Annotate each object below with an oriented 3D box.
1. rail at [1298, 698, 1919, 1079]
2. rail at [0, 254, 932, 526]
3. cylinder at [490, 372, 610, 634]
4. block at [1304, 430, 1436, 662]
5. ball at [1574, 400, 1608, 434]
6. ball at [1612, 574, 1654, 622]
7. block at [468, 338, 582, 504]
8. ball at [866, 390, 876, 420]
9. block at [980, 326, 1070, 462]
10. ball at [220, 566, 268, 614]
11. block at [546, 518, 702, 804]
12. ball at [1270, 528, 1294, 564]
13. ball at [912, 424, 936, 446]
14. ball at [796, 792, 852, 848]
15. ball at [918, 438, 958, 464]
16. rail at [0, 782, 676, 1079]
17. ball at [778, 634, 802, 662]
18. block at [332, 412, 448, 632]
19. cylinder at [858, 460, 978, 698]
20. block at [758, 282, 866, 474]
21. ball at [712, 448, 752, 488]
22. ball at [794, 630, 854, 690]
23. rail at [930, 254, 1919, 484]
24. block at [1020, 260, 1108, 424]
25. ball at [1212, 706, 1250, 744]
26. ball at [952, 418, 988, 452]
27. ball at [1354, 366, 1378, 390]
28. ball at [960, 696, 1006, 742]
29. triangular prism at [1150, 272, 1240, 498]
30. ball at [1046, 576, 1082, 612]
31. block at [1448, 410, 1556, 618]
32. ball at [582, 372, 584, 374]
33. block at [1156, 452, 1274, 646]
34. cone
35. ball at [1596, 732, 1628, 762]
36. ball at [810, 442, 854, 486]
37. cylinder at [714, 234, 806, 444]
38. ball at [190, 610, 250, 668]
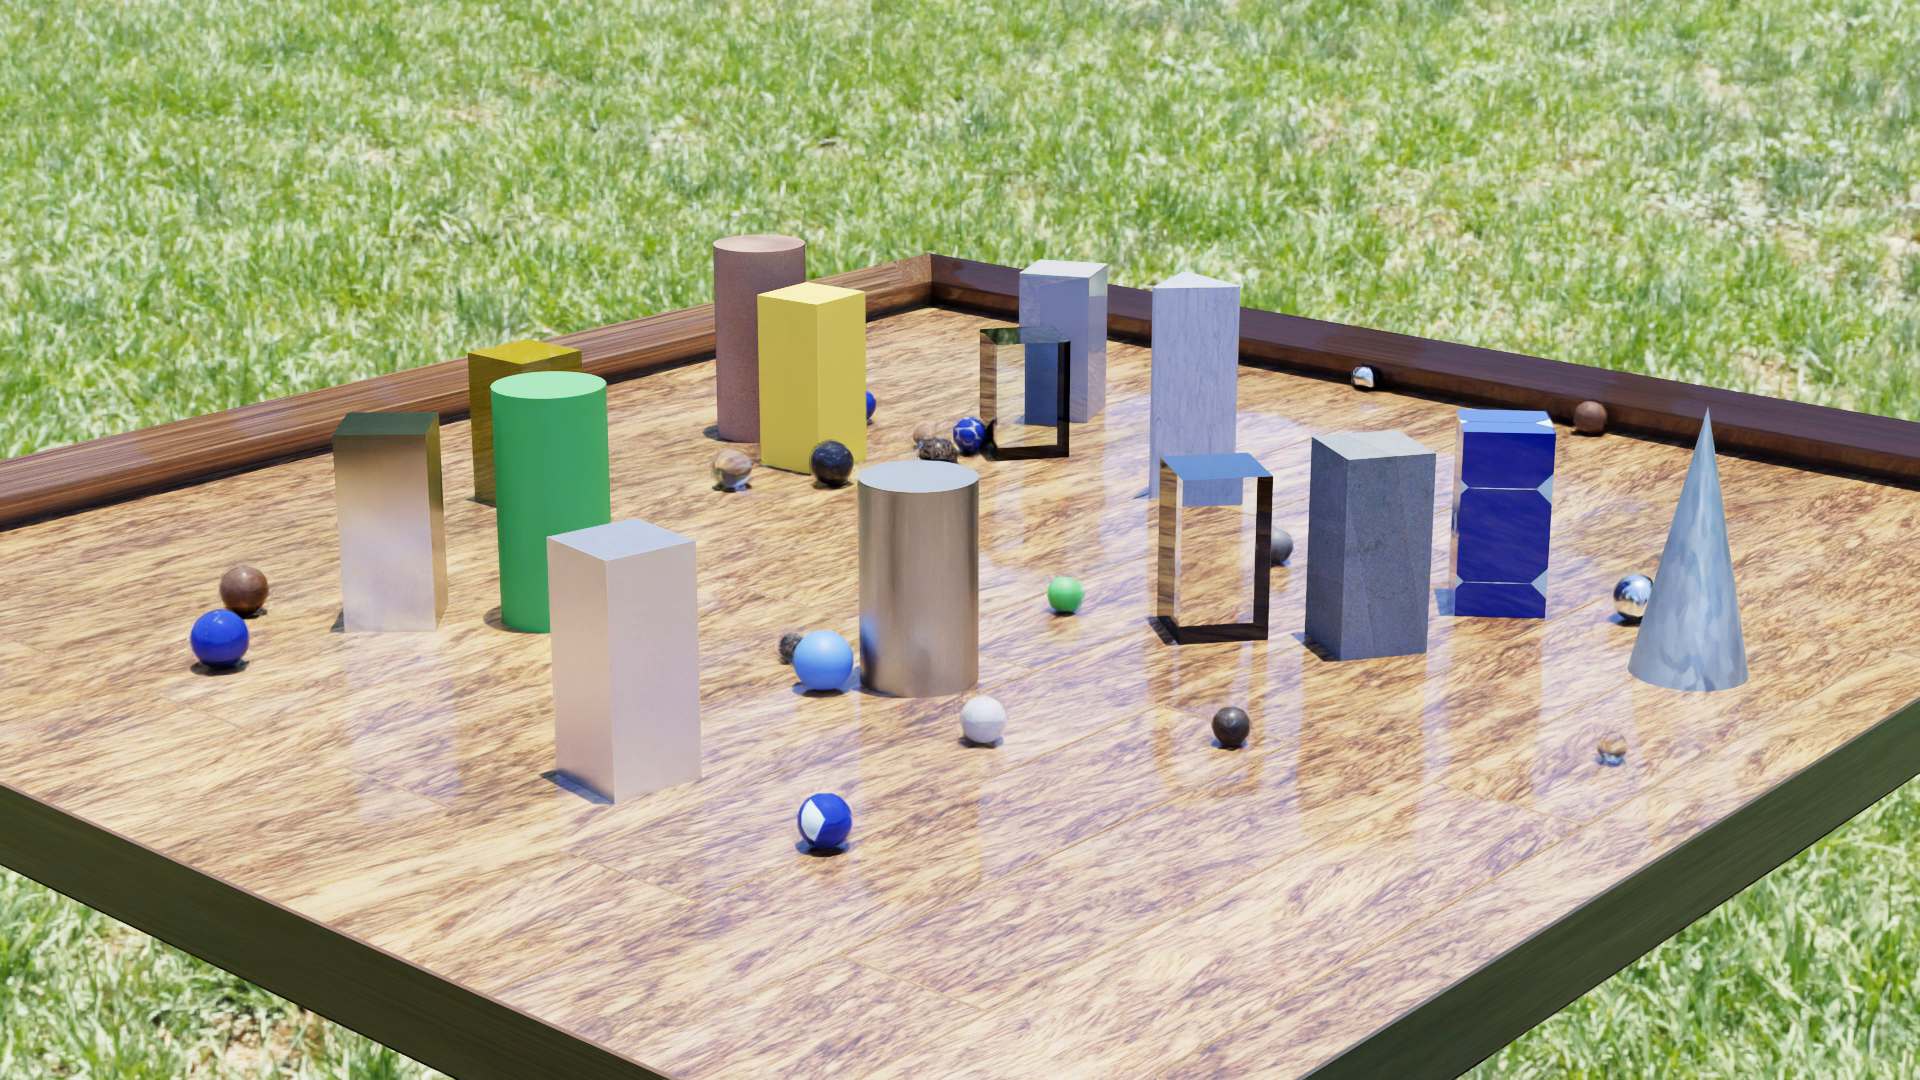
[{"bbox_3d":[1.217,0.337,4.109,0.045,0.124,3.536,14,22,39],"label":"rail"},{"bbox_3d":[-1.217,-0.274,6.132,0.045,0.124,3.536,14,22,39],"label":"rail"},{"bbox_3d":[-0.687,-0.065,4.956,0.191,0.406,0.191,0,17,0],"label":"cylinder"},{"bbox_3d":[0.673,0.008,4.826,0.153,0.341,0.153,-5,17,-15],"label":"block"},{"bbox_3d":[1.327,-0.258,6.176,0.070,0.070,0.070,0,17,0],"label":"ball"},{"bbox_3d":[1.148,0.098,4.977,0.081,0.081,0.081,0,17,0],"label":"ball"},{"bbox_3d":[-0.836,-0.222,5.672,0.153,0.292,0.153,14,21,38],"label":"block"},{"bbox_3d":[-0.215,-0.288,6.271,0.071,0.071,0.071,0,17,0],"label":"ball"},{"bbox_3d":[0.132,-0.302,6.024,0.153,0.242,0.153,-4,17,-12],"label":"block"},{"bbox_3d":[-1.225,0.085,5.016,0.083,0.083,0.083,0,17,0],"label":"ball"},{"bbox_3d":[-0.484,0.172,4.243,0.153,0.363,0.153,-14,22,-38],"label":"block"},{"bbox_3d":[0.570,0.010,5.296,0.064,0.064,0.064,0,17,0],"label":"ball"},{"bbox_3d":[-0.073,-0.216,6.074,0.048,0.048,0.048,0,17,0],"label":"ball"},{"bbox_3d":[-0.186,0.386,4.032,0.077,0.077,0.077,0,17,0],"label":"ball"},{"bbox_3d":[-0.044,-0.166,5.856,0.078,0.078,0.078,0,17,0],"label":"ball"},{"bbox_3d":[-1.144,0.412,3.860,3.270,0.124,0.045,14,22,39],"label":"rail"},{"bbox_3d":[-0.274,0.175,4.783,0.046,0.046,0.046,0,17,0],"label":"ball"},{"bbox_3d":[-0.960,-0.031,4.953,0.153,0.342,0.153,0,17,-2],"label":"block"},{"bbox_3d":[-0.066,0.060,4.661,0.191,0.336,0.191,0,17,0],"label":"cylinder"},{"bbox_3d":[-0.297,-0.326,5.918,0.153,0.350,0.153,12,21,35],"label":"block"},{"bbox_3d":[-0.448,-0.142,5.776,0.078,0.078,0.078,0,17,0],"label":"ball"},{"bbox_3d":[-0.217,0.190,4.647,0.096,0.096,0.096,0,17,0],"label":"ball"},{"bbox_3d":[1.144,-0.350,6.381,3.270,0.124,0.045,14,22,39],"label":"rail"},{"bbox_3d":[0.222,-0.429,6.316,0.153,0.317,0.153,5,18,17],"label":"block"},{"bbox_3d":[0.409,0.279,4.416,0.058,0.058,0.058,0,17,0],"label":"ball"},{"bbox_3d":[0.021,-0.216,6.033,0.072,0.072,0.072,0,17,0],"label":"ball"},{"bbox_3d":[0.907,-0.362,6.548,0.054,0.054,0.054,0,17,0],"label":"ball"},{"bbox_3d":[0.035,0.270,4.424,0.071,0.071,0.071,0,17,0],"label":"ball"},{"bbox_3d":[0.446,-0.304,5.725,0.166,0.418,0.144,-2,17,-5],"label":"triangular prism"},{"bbox_3d":[0.180,0.093,5.028,0.062,0.062,0.062,0,17,0],"label":"ball"},{"bbox_3d":[0.928,-0.046,5.033,0.153,0.325,0.153,1,17,5],"label":"block"},{"bbox_3d":[-0.857,-0.346,6.459,0.074,0.074,0.074,0,17,0],"label":"ball"},{"bbox_3d":[0.425,0.013,4.908,0.153,0.283,0.153,-3,17,-10],"label":"block"},{"bbox_3d":[1.176,0.001,4.674,0.191,0.442,0.191,0,17,0],"label":"cone"},{"bbox_3d":[0.967,0.307,4.348,0.045,0.045,0.045,0,17,0],"label":"ball"},{"bbox_3d":[-0.252,-0.151,5.794,0.086,0.086,0.086,0,17,0],"label":"ball"},{"bbox_3d":[-0.417,-0.423,6.144,0.191,0.404,0.191,0,17,0],"label":"cylinder"},{"bbox_3d":[-1.198,0.160,4.747,0.095,0.095,0.095,0,17,0],"label":"ball"}]
